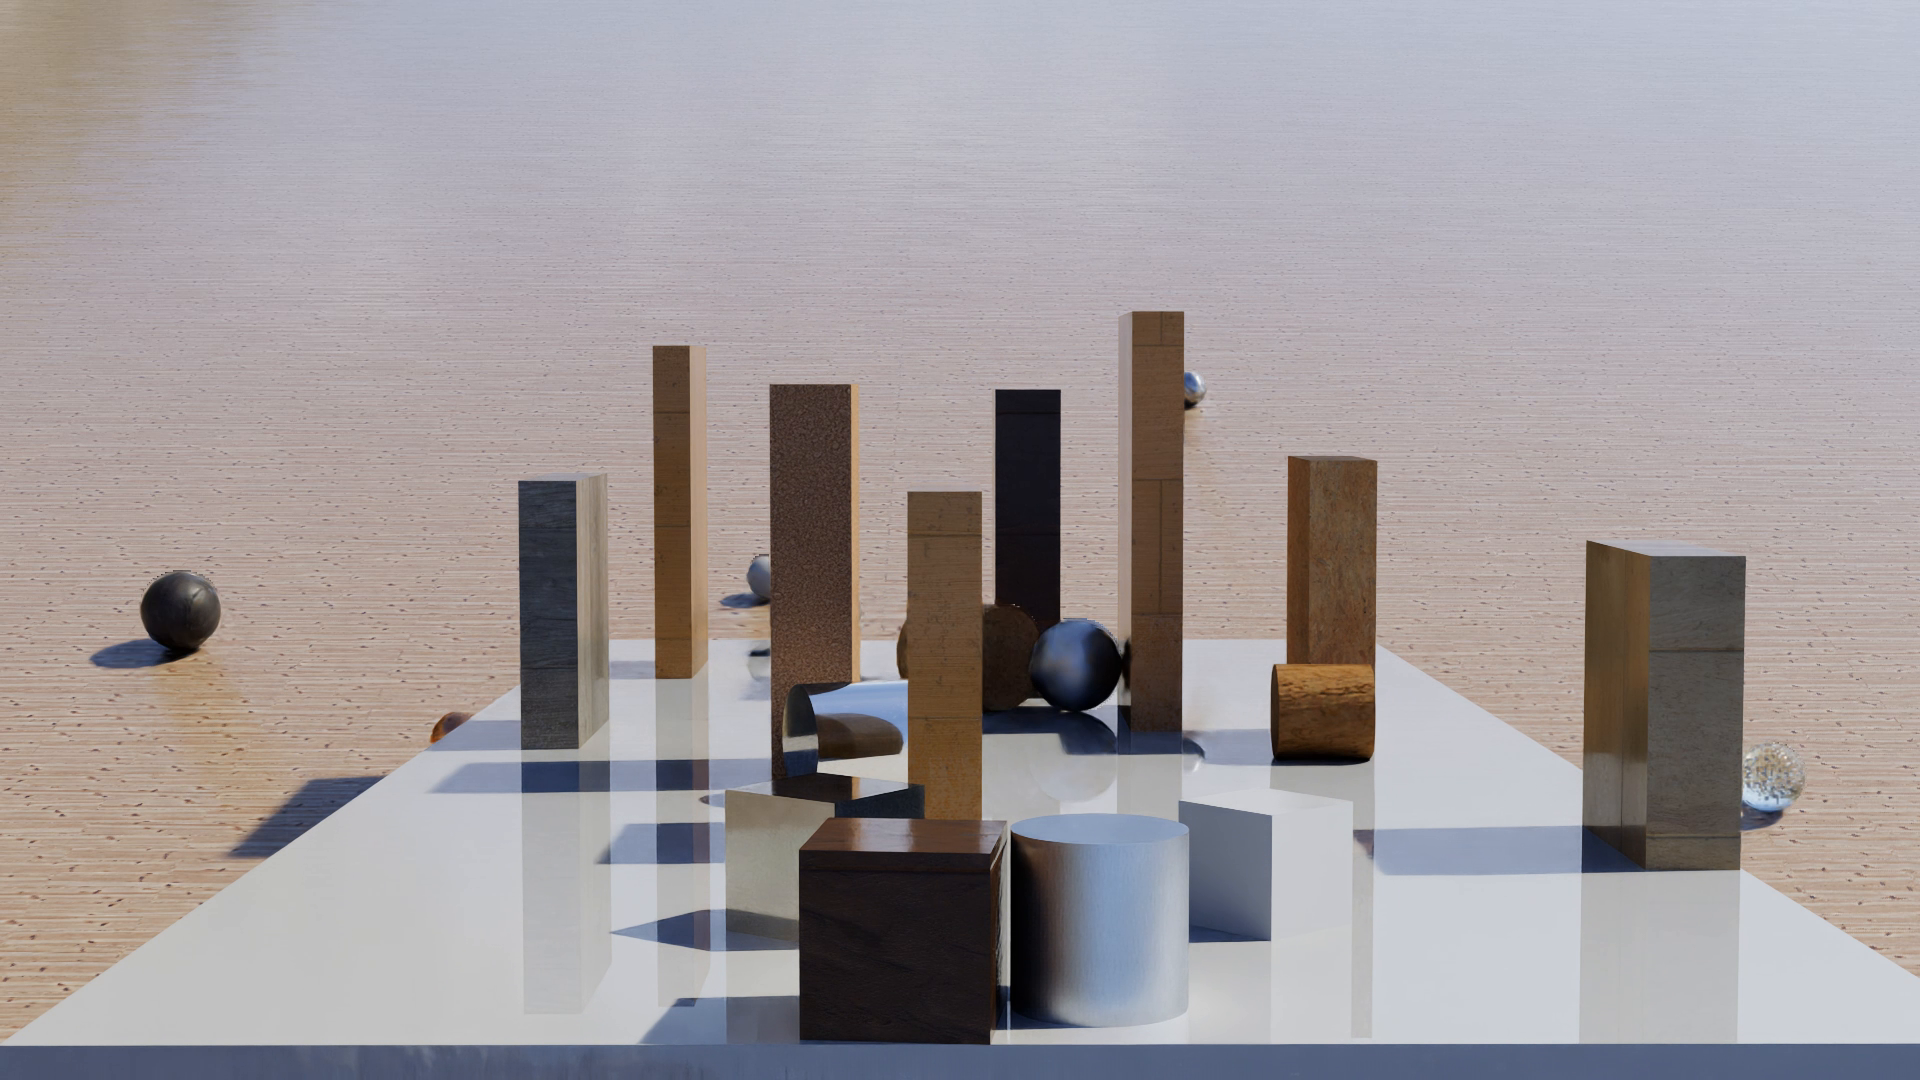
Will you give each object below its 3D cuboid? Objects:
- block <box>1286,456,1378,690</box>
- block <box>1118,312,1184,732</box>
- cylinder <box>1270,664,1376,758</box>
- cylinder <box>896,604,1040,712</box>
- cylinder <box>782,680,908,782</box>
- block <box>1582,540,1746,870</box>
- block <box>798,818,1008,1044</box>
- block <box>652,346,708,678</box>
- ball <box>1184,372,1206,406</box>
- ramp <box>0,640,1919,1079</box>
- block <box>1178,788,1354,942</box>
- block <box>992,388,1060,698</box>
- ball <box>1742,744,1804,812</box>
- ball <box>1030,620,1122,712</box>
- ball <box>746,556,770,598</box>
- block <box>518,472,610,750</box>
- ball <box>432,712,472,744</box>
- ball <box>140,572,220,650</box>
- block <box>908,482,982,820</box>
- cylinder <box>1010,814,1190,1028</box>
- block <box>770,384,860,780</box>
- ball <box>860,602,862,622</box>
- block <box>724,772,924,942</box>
[{"bbox_3d":[0.675,0.108,4.681,0.118,0.515,0.301,0,4,0],"label":"block"},{"bbox_3d":[0.367,-0.045,4.979,0.096,0.784,0.397,0,4,0],"label":"block"},{"bbox_3d":[0.629,0.297,4.459,0.164,0.164,0.164,0,20,2],"label":"cylinder"},{"bbox_3d":[0.019,0.231,5.169,0.209,0.209,0.209,-17,13,-38],"label":"cylinder"},{"bbox_3d":[-0.165,0.314,4.040,0.183,0.183,0.183,-1,19,-21],"label":"cylinder"},{"bbox_3d":[0.981,0.221,3.598,0.127,0.421,0.348,0,4,0],"label":"block"},{"bbox_3d":[-0.055,0.396,2.631,0.191,0.191,0.191,0,4,6],"label":"block"},{"bbox_3d":[-0.633,-0.072,5.835,0.081,0.734,0.378,0,4,0],"label":"block"},{"bbox_3d":[0.782,-0.515,8.734,0.115,0.115,0.115,0,20,0],"label":"ball"},{"bbox_3d":[0.047,0.425,4.533,2.000,0.100,4.000,0,4,0],"label":"ramp"},{"bbox_3d":[0.369,0.389,3.101,0.148,0.148,0.148,-3,5,-42],"label":"block"},{"bbox_3d":[0.140,-0.005,5.523,0.135,0.638,0.437,0,4,0],"label":"block"},{"bbox_3d":[1.829,0.537,5.805,0.155,0.155,0.155,0,20,0],"label":"ball"},{"bbox_3d":[0.228,0.250,5.089,0.182,0.182,0.182,0,20,0],"label":"ball"},{"bbox_3d":[-0.526,0.101,7.050,0.117,0.117,0.117,0,20,0],"label":"ball"},{"bbox_3d":[-0.732,0.122,4.767,0.103,0.479,0.407,0,4,0],"label":"block"},{"bbox_3d":[-1.179,0.467,6.038,0.127,0.127,0.127,0,20,0],"label":"ball"},{"bbox_3d":[-2.032,0.186,6.697,0.201,0.201,0.201,0,20,0],"label":"ball"},{"bbox_3d":[-0.021,0.176,3.670,0.102,0.504,0.321,0,4,0],"label":"block"},{"bbox_3d":[0.146,0.394,2.688,0.187,0.187,0.187,0,4,0],"label":"cylinder"},{"bbox_3d":[-0.239,0.065,4.285,0.131,0.650,0.331,0,4,0],"label":"block"},{"bbox_3d":[-0.335,0.174,6.208,0.197,0.197,0.197,0,20,0],"label":"ball"},{"bbox_3d":[-0.161,0.380,3.075,0.169,0.169,0.169,3,4,37],"label":"block"}]
